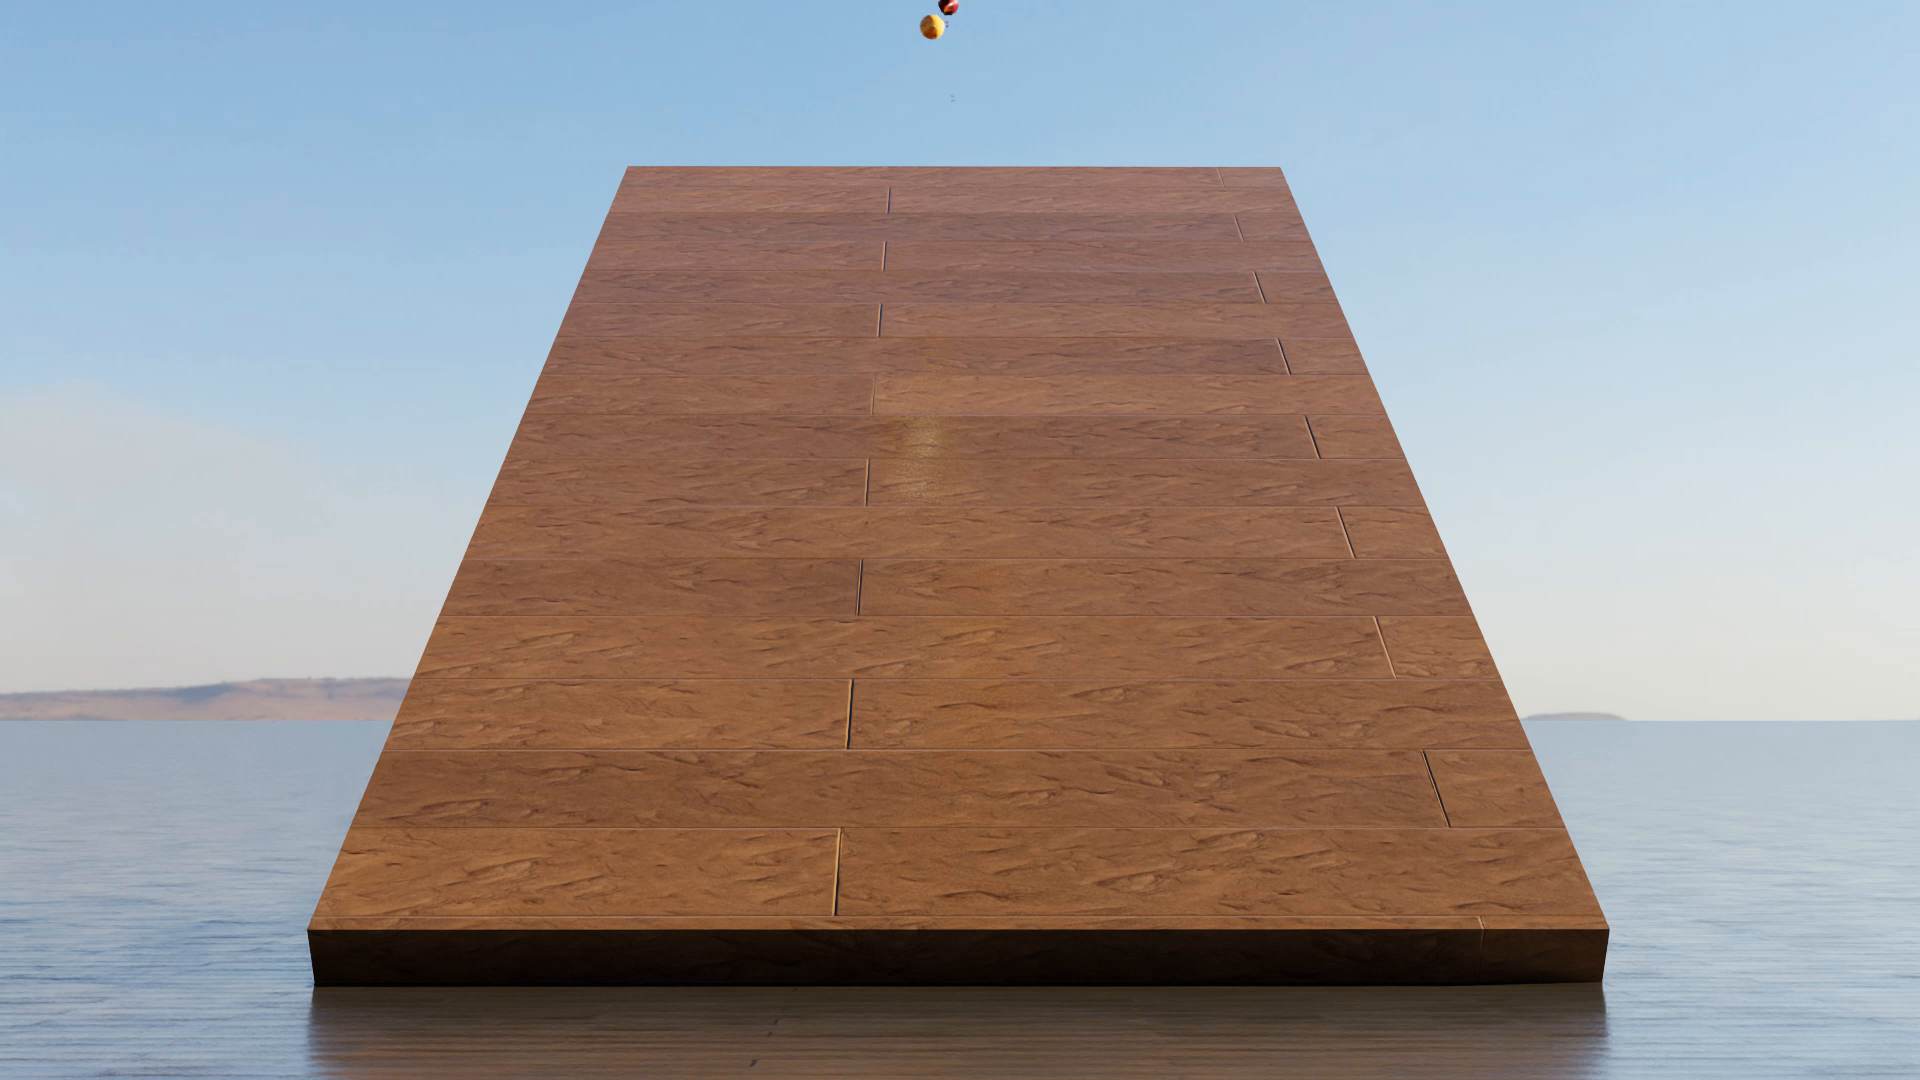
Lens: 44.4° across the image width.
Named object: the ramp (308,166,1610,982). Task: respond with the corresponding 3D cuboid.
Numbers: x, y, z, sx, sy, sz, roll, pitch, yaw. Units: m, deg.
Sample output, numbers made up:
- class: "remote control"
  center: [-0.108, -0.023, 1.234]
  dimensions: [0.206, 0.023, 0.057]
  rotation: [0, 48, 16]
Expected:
- class: "ramp"
  center: [-0.010, -0.229, 5.434]
  dimensions: [2.000, 0.100, 4.000]
  rotation: [0, 26, 0]
